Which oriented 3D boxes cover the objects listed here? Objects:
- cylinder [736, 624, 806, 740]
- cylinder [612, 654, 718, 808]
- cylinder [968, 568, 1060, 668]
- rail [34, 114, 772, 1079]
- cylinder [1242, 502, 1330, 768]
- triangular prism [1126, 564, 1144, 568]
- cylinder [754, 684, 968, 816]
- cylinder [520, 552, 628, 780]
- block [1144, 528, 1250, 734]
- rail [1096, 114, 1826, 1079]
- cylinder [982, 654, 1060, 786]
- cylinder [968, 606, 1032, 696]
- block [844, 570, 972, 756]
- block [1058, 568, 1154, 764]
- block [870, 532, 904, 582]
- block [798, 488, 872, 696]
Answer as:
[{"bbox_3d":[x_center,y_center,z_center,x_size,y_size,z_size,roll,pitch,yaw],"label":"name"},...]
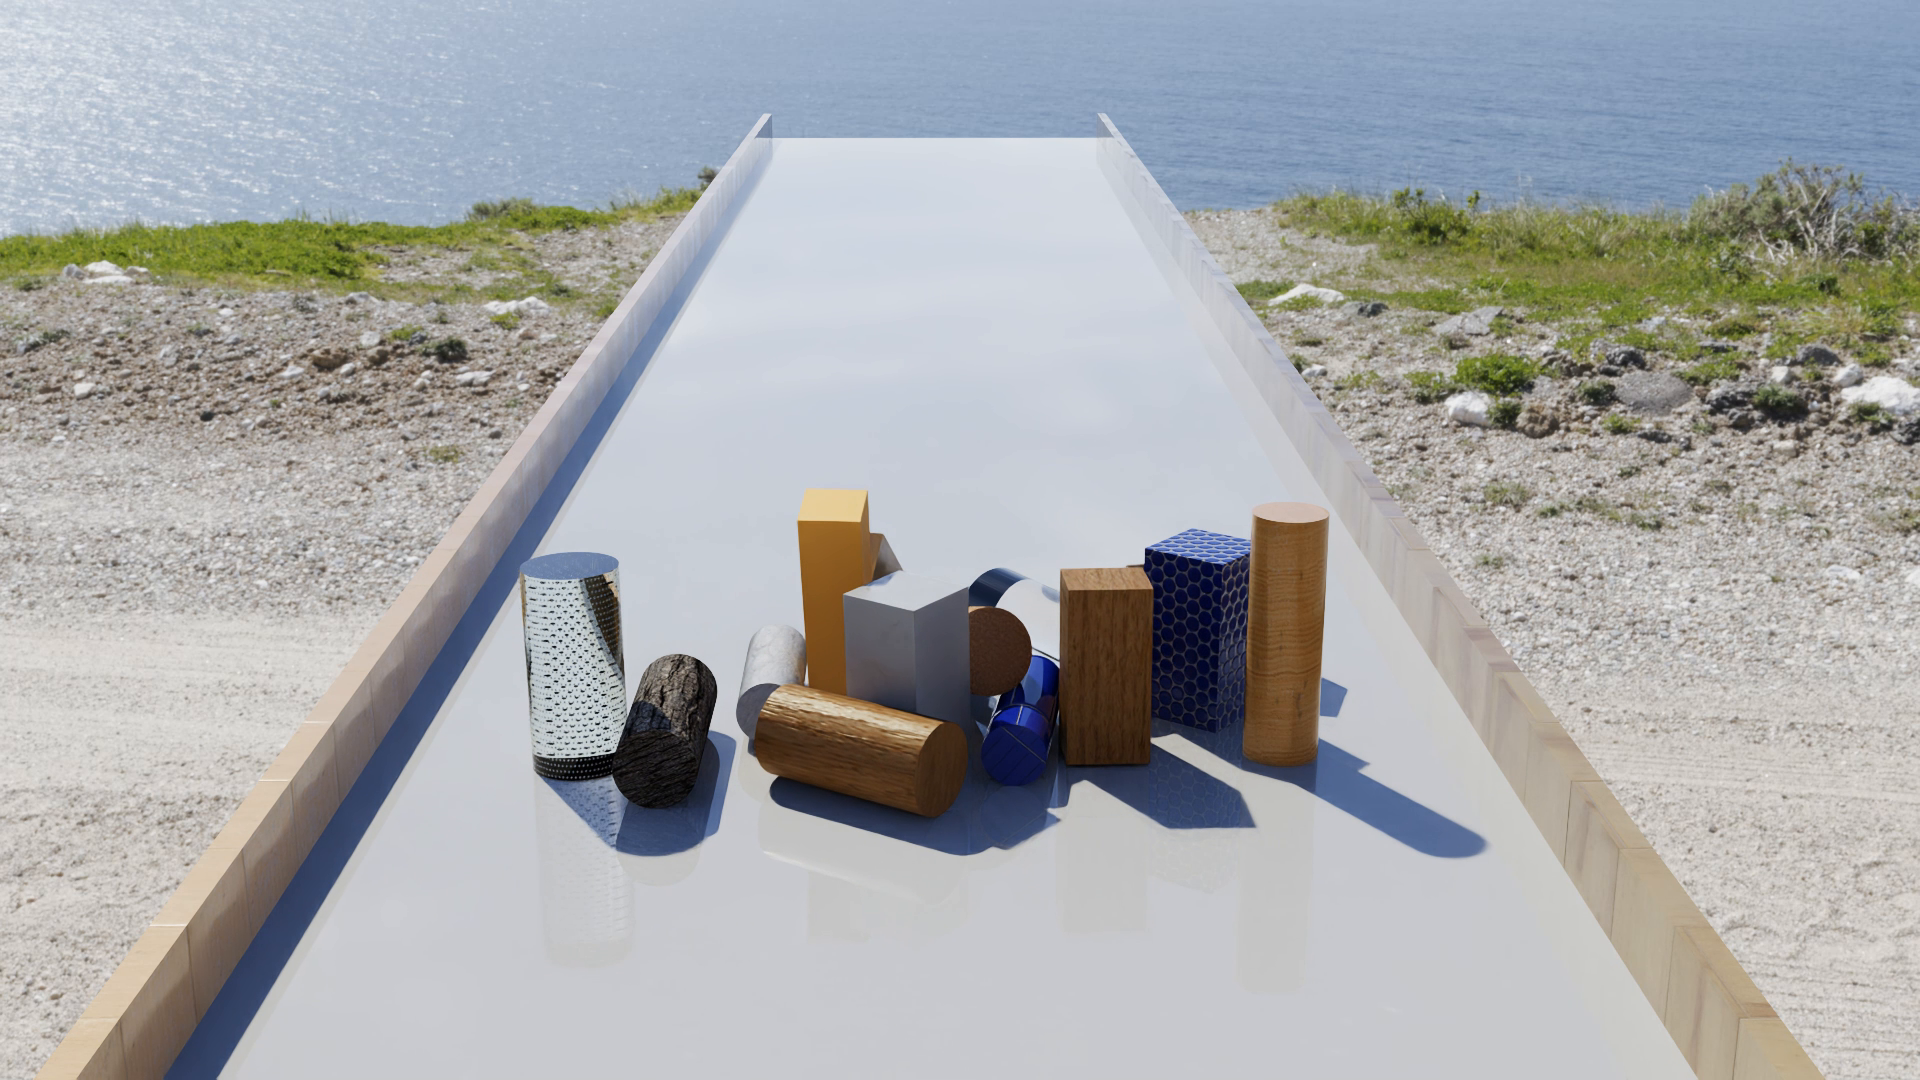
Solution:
[{"bbox_3d":[-0.350,0.266,4.129,0.117,0.117,0.334,0,17,-1],"label":"cylinder"},{"bbox_3d":[-0.514,0.330,3.864,0.143,0.143,0.377,0,17,-1],"label":"cylinder"},{"bbox_3d":[0.186,0.187,4.304,0.168,0.168,0.419,-10,19,-31],"label":"cylinder"},{"bbox_3d":[-1.118,-0.838,7.780,0.050,0.150,12.000,0,17,-1],"label":"rail"},{"bbox_3d":[0.574,0.167,3.879,0.134,0.449,0.134,0,17,0],"label":"cylinder"},{"bbox_3d":[0.526,0.097,4.665,0.371,0.127,0.147,-5,18,-17],"label":"triangular prism"},{"bbox_3d":[-0.169,0.355,3.747,0.332,0.162,0.162,11,20,32],"label":"cylinder"},{"bbox_3d":[-0.673,0.219,3.847,0.170,0.364,0.170,-1,16,0],"label":"cylinder"},{"bbox_3d":[0.454,0.166,4.098,0.165,0.324,0.165,13,21,35],"label":"block"},{"bbox_3d":[0.932,-0.844,7.801,0.050,0.150,12.000,0,17,-1],"label":"rail"},{"bbox_3d":[0.116,0.320,3.953,0.114,0.114,0.360,2,17,7],"label":"cylinder"},{"bbox_3d":[-0.004,0.203,4.095,0.160,0.160,0.358,-6,1,-19],"label":"cylinder"},{"bbox_3d":[-0.091,0.238,3.862,0.155,0.318,0.155,12,22,35],"label":"block"},{"bbox_3d":[0.257,0.223,3.908,0.148,0.319,0.148,-1,14,-3],"label":"block"},{"bbox_3d":[-0.179,0.114,4.282,0.124,0.124,0.336,5,-26,17],"label":"block"},{"bbox_3d":[-0.223,0.120,4.047,0.112,0.428,0.112,1,31,5],"label":"block"}]
